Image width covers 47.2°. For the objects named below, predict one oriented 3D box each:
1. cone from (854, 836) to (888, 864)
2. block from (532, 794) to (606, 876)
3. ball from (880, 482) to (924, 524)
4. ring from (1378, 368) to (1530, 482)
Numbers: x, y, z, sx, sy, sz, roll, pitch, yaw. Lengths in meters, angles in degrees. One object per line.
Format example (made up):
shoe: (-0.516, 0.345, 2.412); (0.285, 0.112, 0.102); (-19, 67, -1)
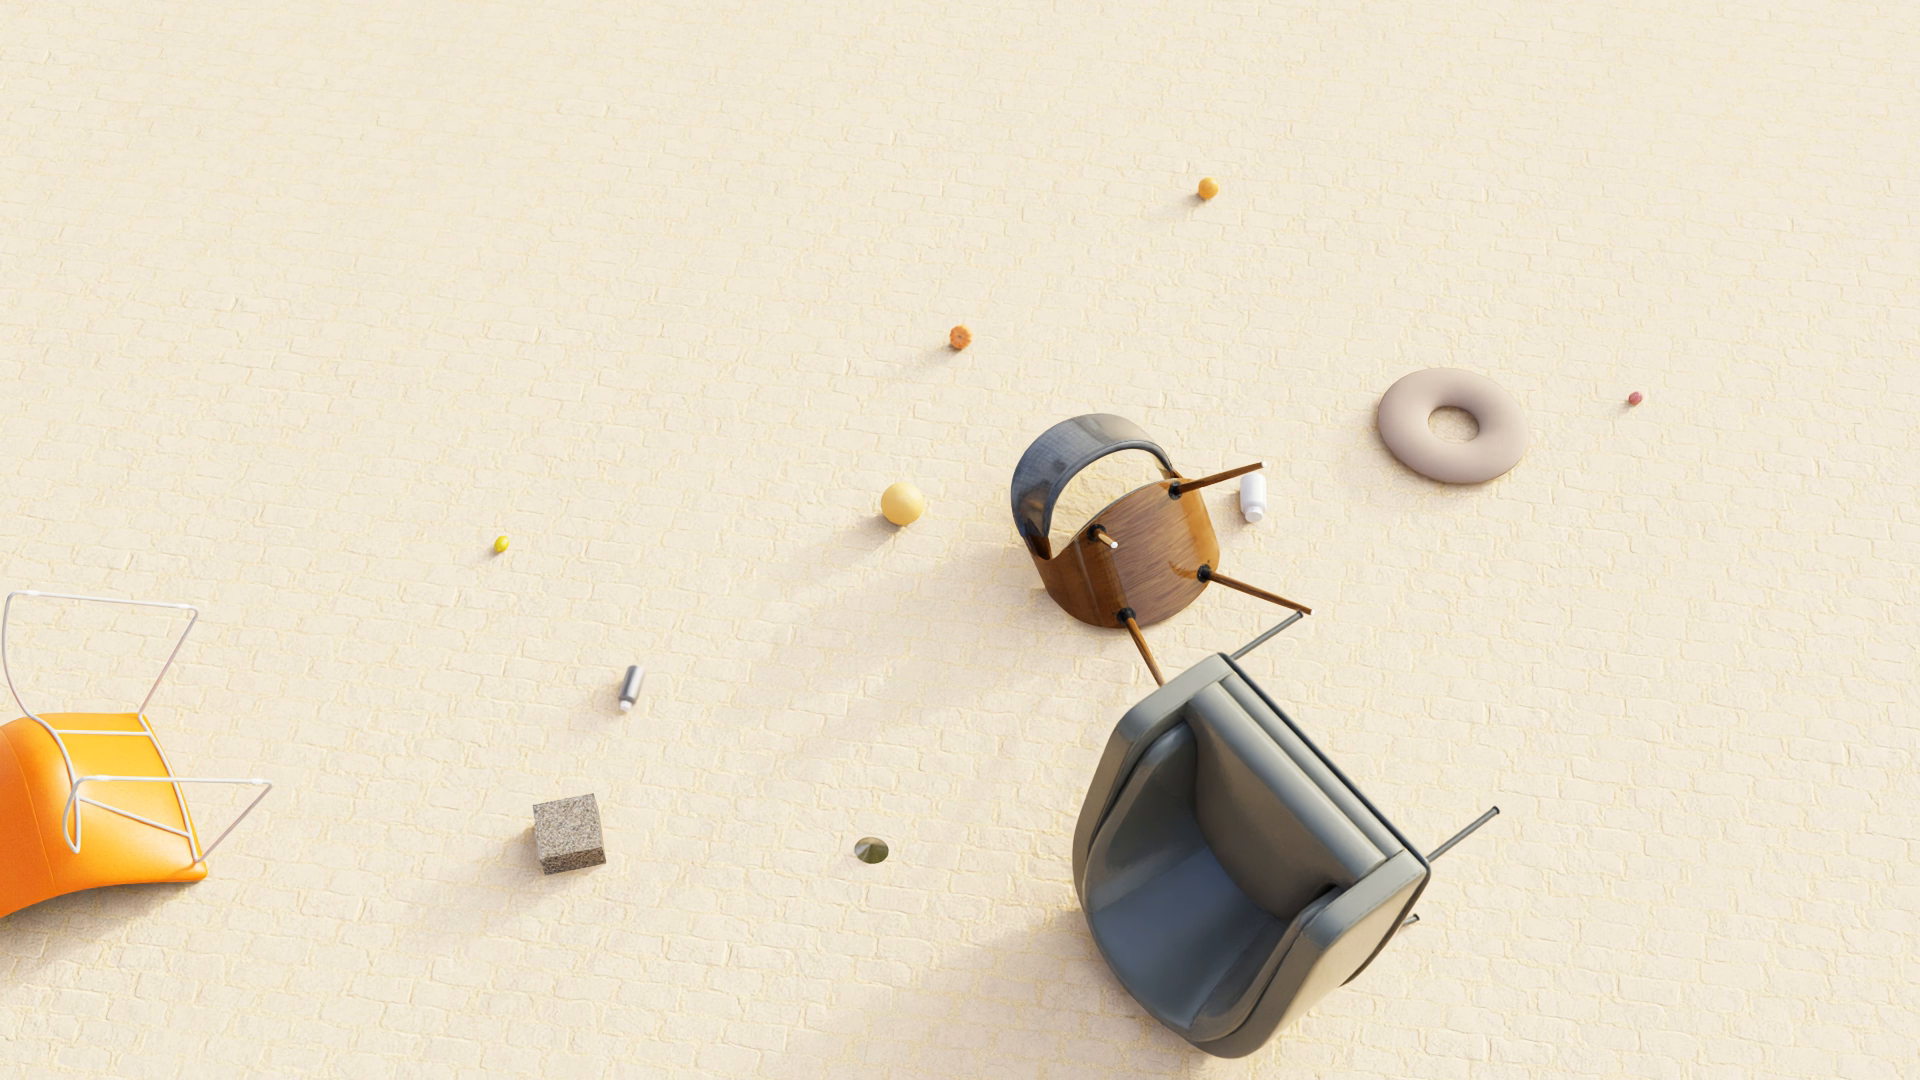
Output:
cone: (-0.241, 0.836, 5.989); (0.096, 0.040, 0.082); (12, 57, 8)
block: (-1.061, 0.799, 5.976); (0.168, 0.101, 0.166); (-11, 57, -7)
ball: (-0.172, -0.109, 6.570); (0.129, 0.129, 0.129); (0, 56, 0)
ring: (1.519, -0.355, 6.773); (0.466, 0.066, 0.436); (18, 58, 12)
